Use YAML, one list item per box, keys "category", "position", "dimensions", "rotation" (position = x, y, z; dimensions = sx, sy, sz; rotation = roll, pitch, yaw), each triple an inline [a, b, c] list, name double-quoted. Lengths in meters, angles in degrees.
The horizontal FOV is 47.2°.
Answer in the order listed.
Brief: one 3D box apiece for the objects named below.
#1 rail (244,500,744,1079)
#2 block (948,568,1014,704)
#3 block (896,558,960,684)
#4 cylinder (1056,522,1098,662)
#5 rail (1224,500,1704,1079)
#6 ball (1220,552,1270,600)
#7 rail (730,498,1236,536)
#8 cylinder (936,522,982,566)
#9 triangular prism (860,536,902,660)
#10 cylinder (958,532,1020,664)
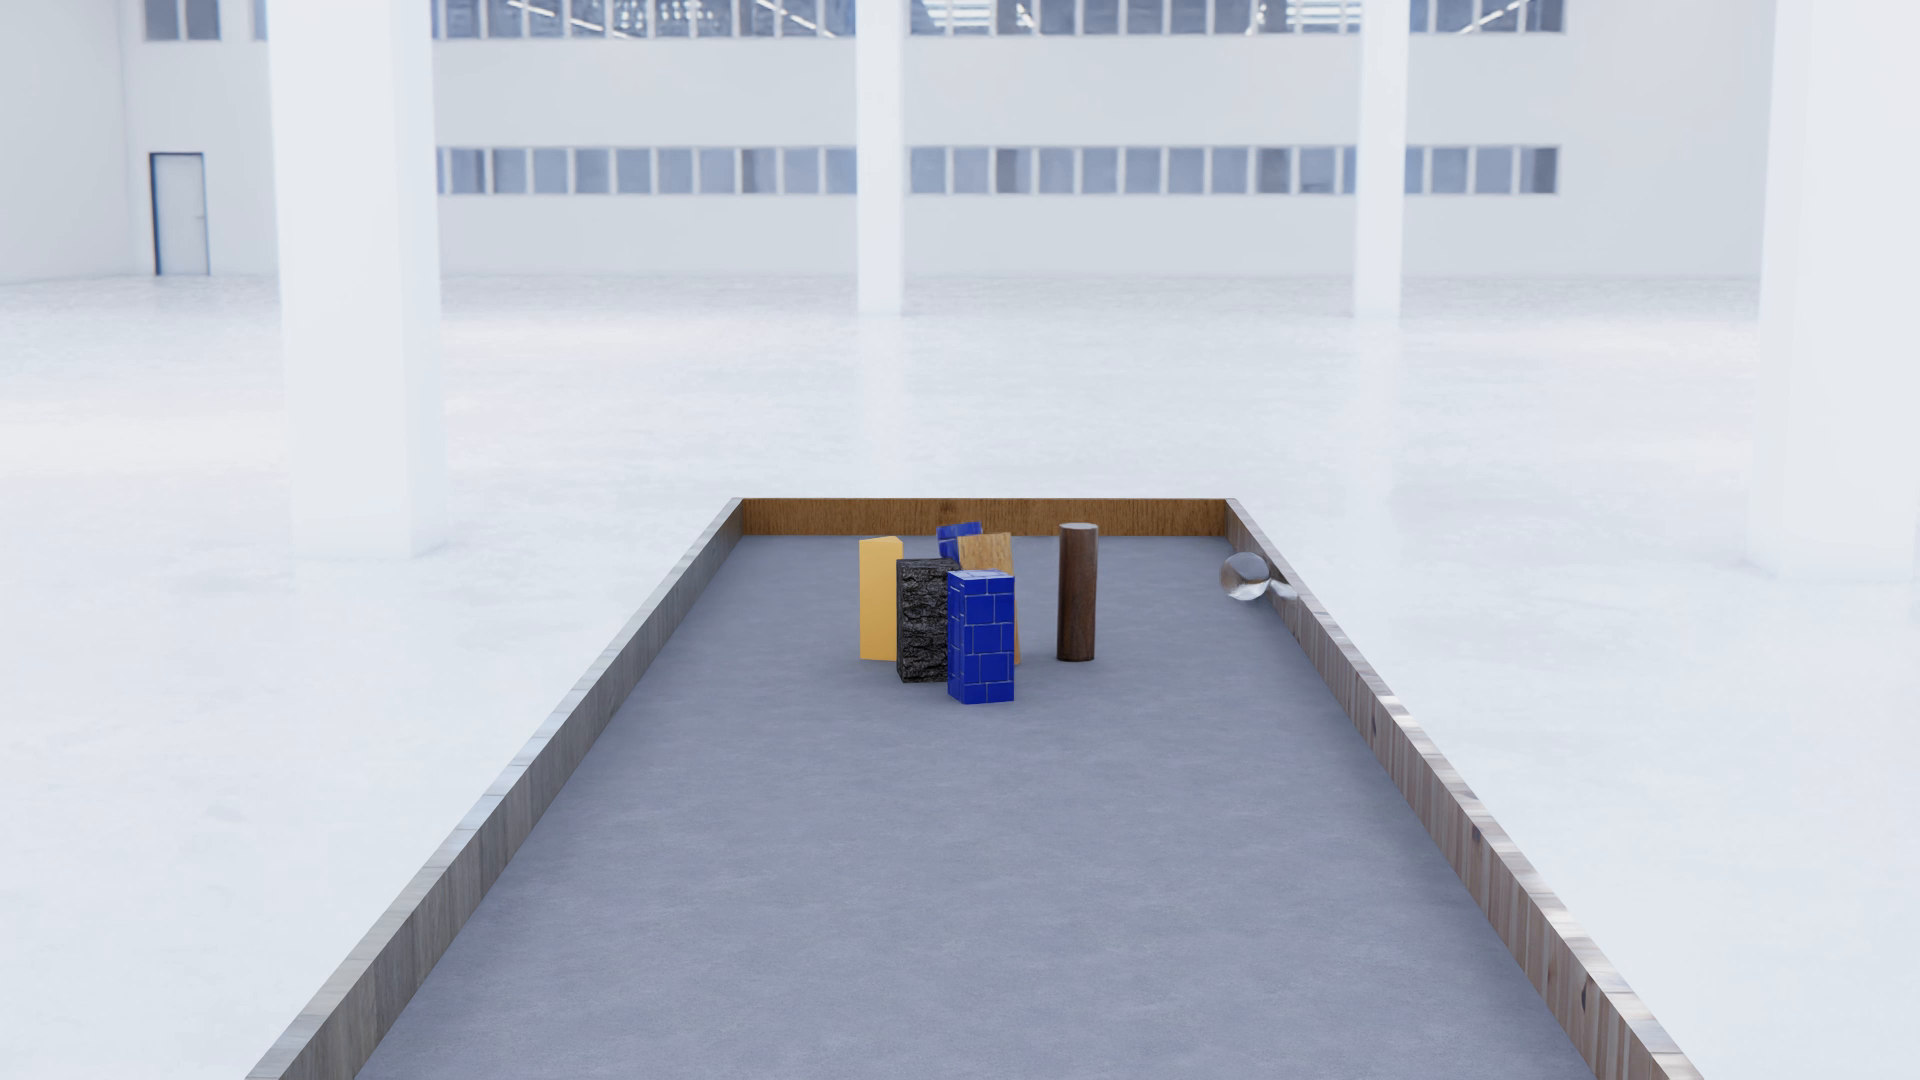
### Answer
- category: "rail"
  position: [-1.004, 0.839, 3.234]
  dimensions: [0.050, 0.150, 12.000]
  rotation: [0, 9, 1]
- category: "block"
  position: [0.058, 0.270, 6.182]
  dimensions: [0.147, 0.352, 0.147]
  rotation: [-3, 10, -19]
- category: "block"
  position: [-0.094, 0.234, 6.452]
  dimensions: [0.167, 0.338, 0.167]
  rotation: [-1, 9, -8]
- category: "cylinder"
  position: [0.356, 0.159, 6.691]
  dimensions: [0.117, 0.410, 0.117]
  rotation: [1, 10, 0]
- category: "rail"
  position: [1.046, 0.843, 3.208]
  dimensions: [0.050, 0.150, 12.000]
  rotation: [0, 9, 1]
- category: "ball"
  position: [0.993, 0.126, 7.664]
  dimensions: [0.172, 0.172, 0.172]
  rotation: [0, 9, 0]
- category: "rail"
  position: [0.099, -0.098, 9.147]
  dimensions: [2.100, 0.150, 0.050]
  rotation: [0, 9, 1]
- category: "cylinder"
  position: [0.024, 0.150, 6.724]
  dimensions: [0.140, 0.399, 0.140]
  rotation: [-8, 0, 0]
- category: "triangular prism"
  position: [-0.221, 0.176, 6.732]
  dimensions: [0.138, 0.364, 0.119]
  rotation: [3, 9, 18]
- category: "cylinder"
  position: [0.087, 0.177, 6.577]
  dimensions: [0.159, 0.391, 0.159]
  rotation: [-5, 1, 0]
